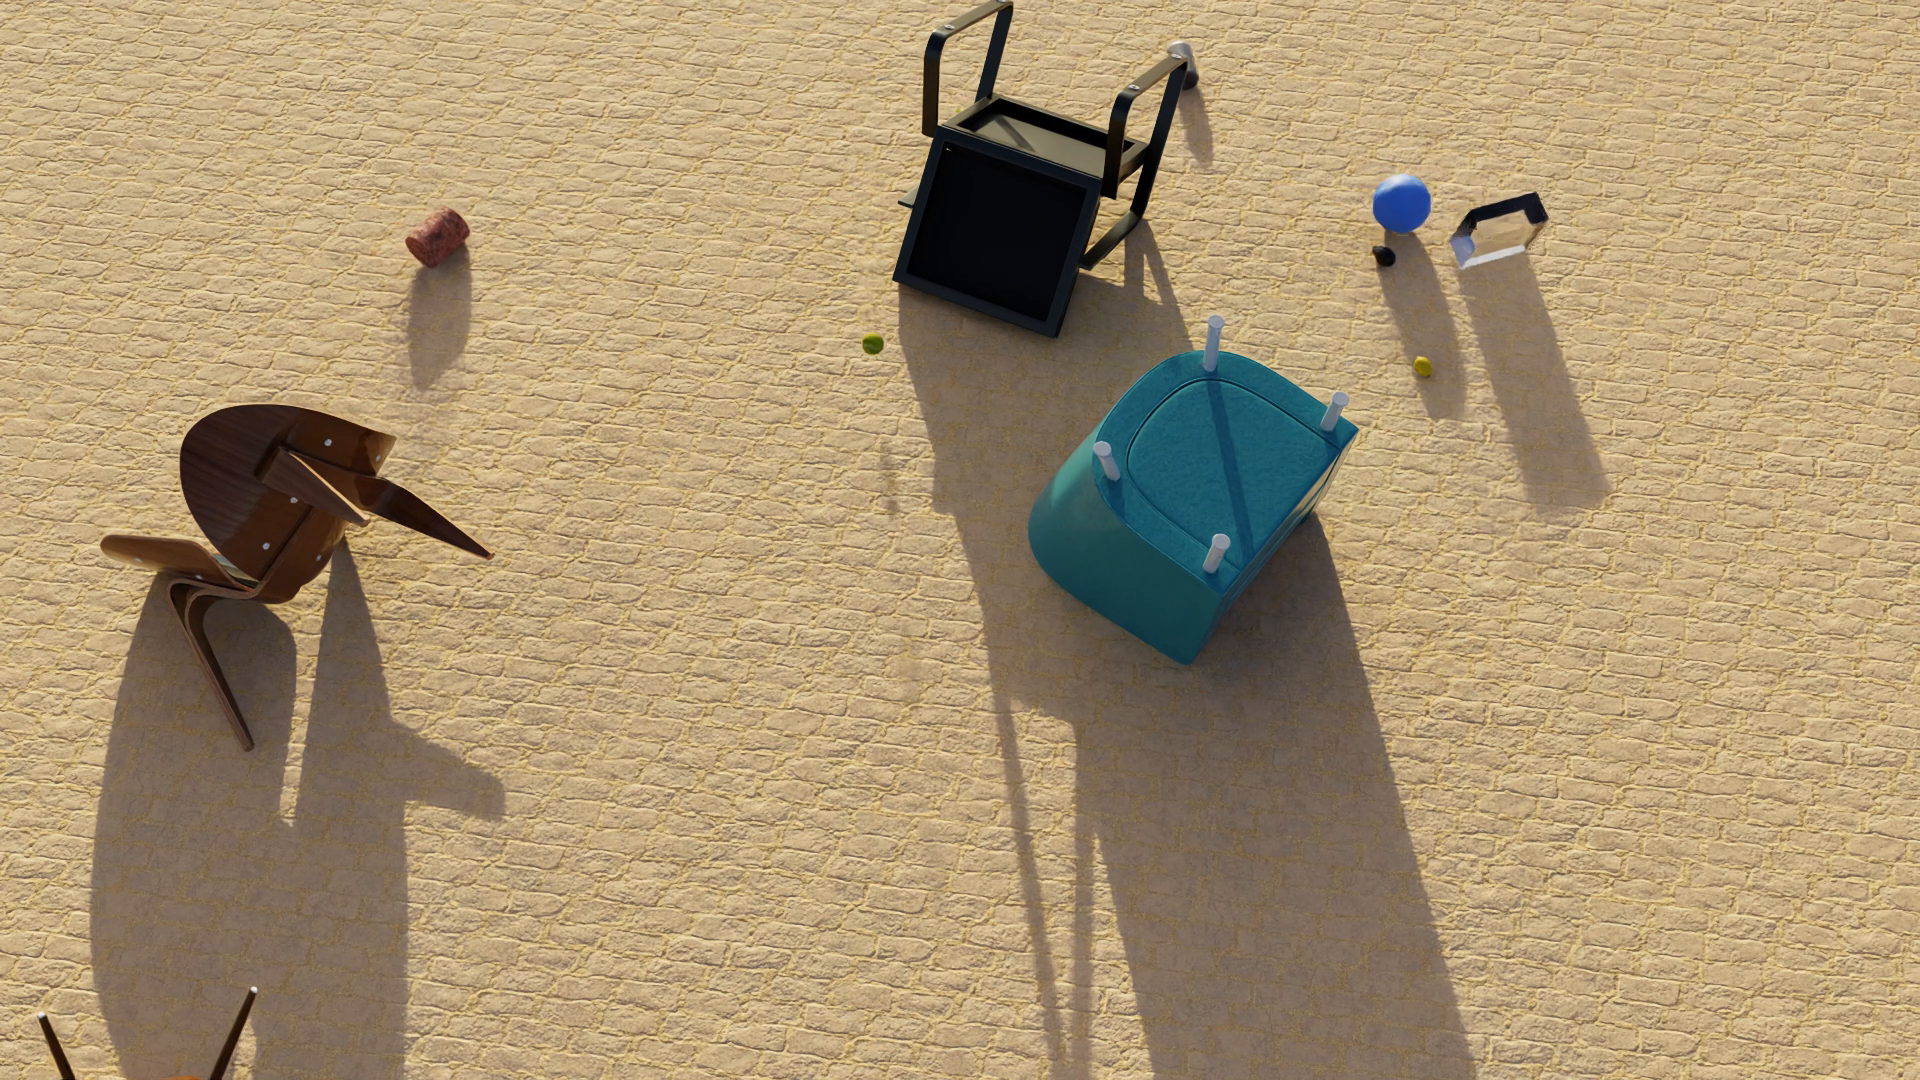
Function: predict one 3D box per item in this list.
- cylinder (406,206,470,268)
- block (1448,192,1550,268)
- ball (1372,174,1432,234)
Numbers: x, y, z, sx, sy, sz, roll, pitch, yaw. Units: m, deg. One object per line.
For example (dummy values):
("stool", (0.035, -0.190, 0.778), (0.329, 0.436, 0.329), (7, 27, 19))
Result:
("cylinder", (-1.701, -0.986, 7.163), (0.131, 0.120, 0.164), (41, 62, -3))
("block", (1.738, -0.999, 7.097), (0.236, 0.224, 0.105), (-16, 74, -11))
("ball", (1.445, -1.100, 7.197), (0.192, 0.192, 0.192), (0, 56, 0))
